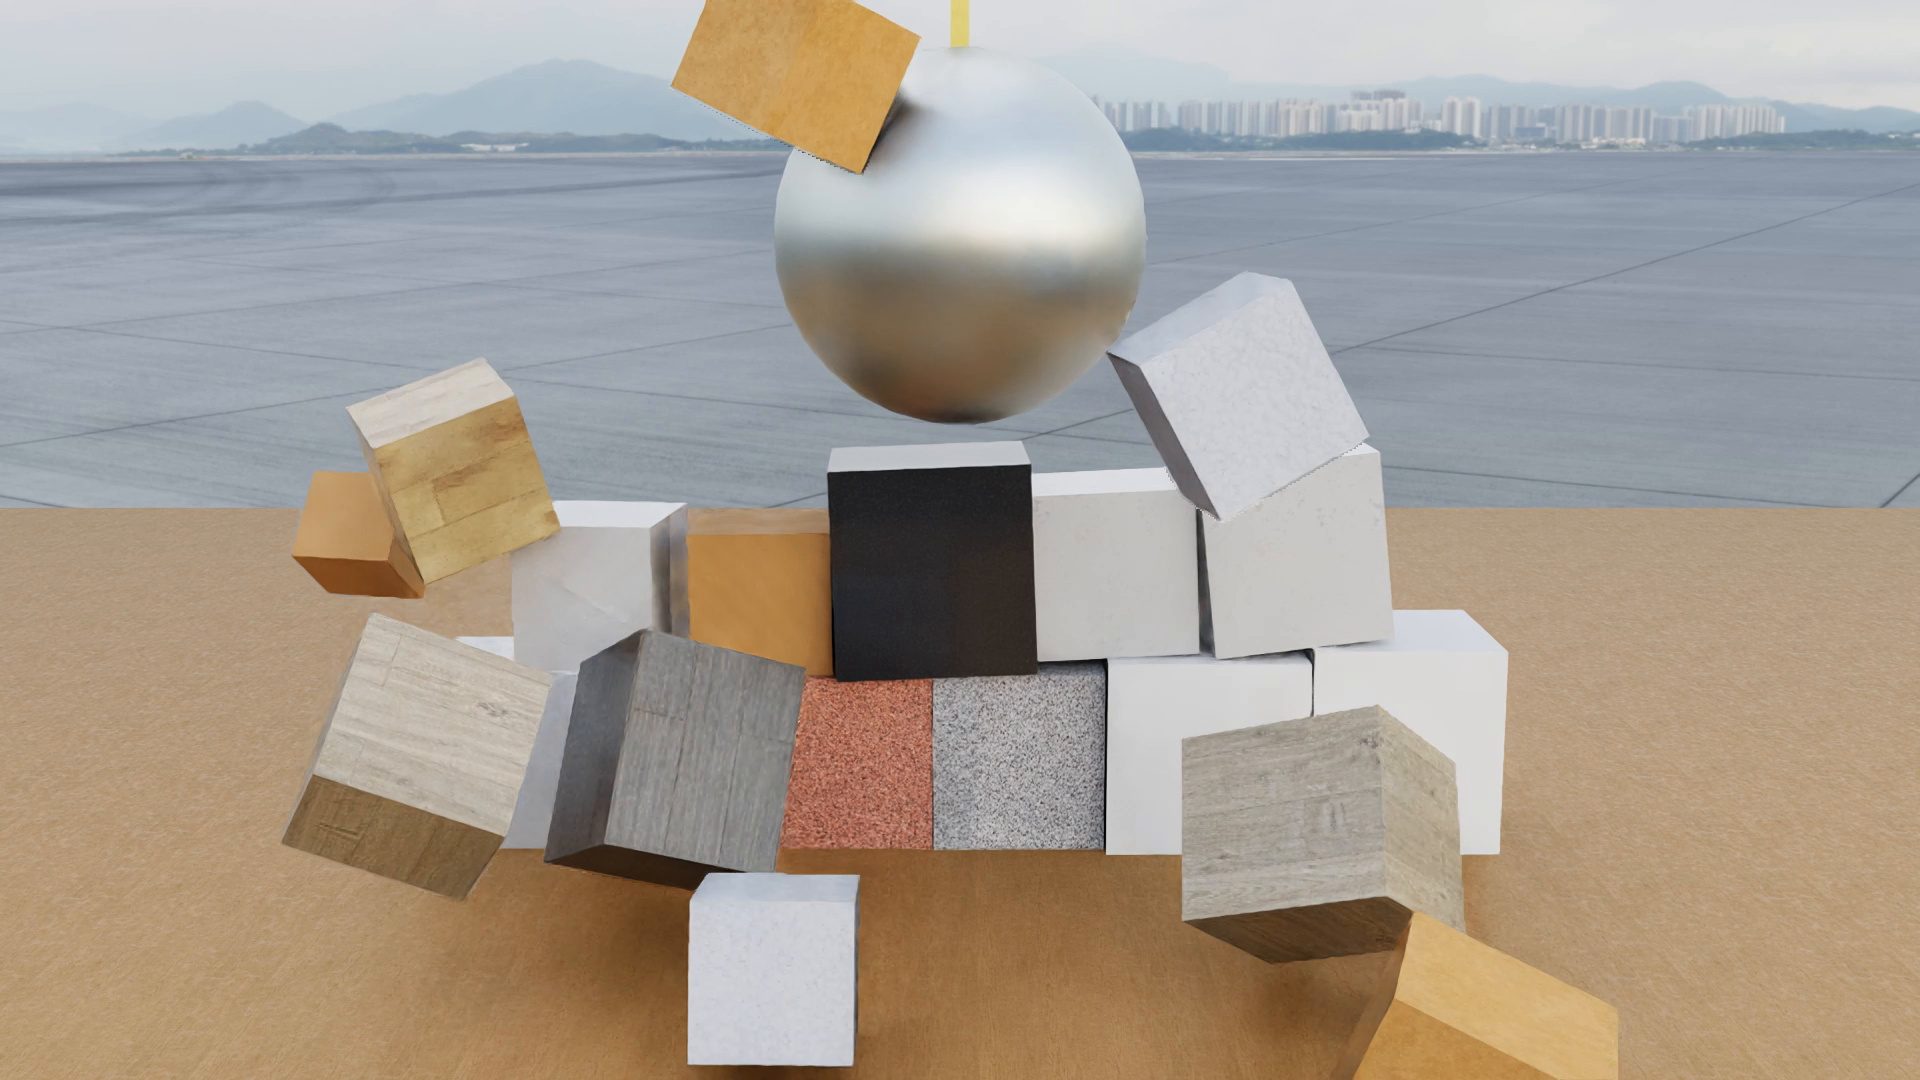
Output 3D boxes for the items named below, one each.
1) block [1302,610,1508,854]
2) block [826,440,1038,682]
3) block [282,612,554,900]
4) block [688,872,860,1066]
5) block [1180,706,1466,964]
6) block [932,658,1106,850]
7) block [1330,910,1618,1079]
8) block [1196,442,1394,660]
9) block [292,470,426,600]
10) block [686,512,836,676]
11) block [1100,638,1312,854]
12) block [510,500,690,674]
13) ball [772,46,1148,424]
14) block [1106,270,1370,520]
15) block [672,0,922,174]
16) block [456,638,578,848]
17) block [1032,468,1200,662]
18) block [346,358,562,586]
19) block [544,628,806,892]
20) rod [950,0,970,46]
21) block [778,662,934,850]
[{"bbox_3d":[2.213,0.969,11.348,0.946,1.033,0.988,0,10,0],"label":"block"},{"bbox_3d":[-0.143,0.090,11.137,0.987,1.044,0.856,-2,10,-1],"label":"block"},{"bbox_3d":[-2.269,0.916,9.208,0.791,0.769,0.742,21,-36,-15],"label":"block"},{"bbox_3d":[-0.699,1.627,8.410,0.605,0.600,0.720,1,-1,-1],"label":"block"},{"bbox_3d":[1.499,1.241,9.102,0.883,0.774,0.808,-13,-29,31],"label":"block"},{"bbox_3d":[0.291,1.038,11.350,0.855,0.897,0.821,0,10,0],"label":"block"},{"bbox_3d":[1.635,1.783,7.133,0.726,0.685,0.740,25,18,10],"label":"block"},{"bbox_3d":[1.634,0.008,11.188,0.892,0.933,0.836,-7,10,-2],"label":"block"},{"bbox_3d":[-3.136,-0.025,11.667,0.536,0.494,0.490,3,-24,11],"label":"block"},{"bbox_3d":[-0.993,0.267,11.177,0.702,0.717,0.649,-1,10,-1],"label":"block"},{"bbox_3d":[1.227,0.999,11.354,0.998,0.972,0.998,0,10,0],"label":"block"},{"bbox_3d":[-1.823,0.232,11.232,0.710,0.744,0.766,1,10,7],"label":"block"},{"bbox_3d":[0.000,-1.294,9.404,1.600,1.600,1.600,0,10,0],"label":"ball"},{"bbox_3d":[1.041,-0.563,8.371,0.633,0.658,0.647,-30,12,-2],"label":"block"},{"bbox_3d":[-0.649,-1.886,8.666,0.547,0.584,0.625,15,13,-48],"label":"block"},{"bbox_3d":[-2.279,1.035,11.391,0.806,0.889,0.870,0,10,0],"label":"block"},{"bbox_3d":[0.757,0.111,11.196,0.805,0.830,0.735,-3,10,-1],"label":"block"},{"bbox_3d":[-2.442,-0.340,10.619,0.697,0.745,0.616,-23,30,-17],"label":"block"},{"bbox_3d":[-1.278,1.008,9.809,0.767,0.933,0.902,15,-19,-23],"label":"block"},{"bbox_3d":[0.000,-4.684,9.661,0.080,5.200,0.080,0,-4,0],"label":"rod"},{"bbox_3d":[-0.565,1.046,11.356,0.849,0.880,0.817,0,10,0],"label":"block"}]
